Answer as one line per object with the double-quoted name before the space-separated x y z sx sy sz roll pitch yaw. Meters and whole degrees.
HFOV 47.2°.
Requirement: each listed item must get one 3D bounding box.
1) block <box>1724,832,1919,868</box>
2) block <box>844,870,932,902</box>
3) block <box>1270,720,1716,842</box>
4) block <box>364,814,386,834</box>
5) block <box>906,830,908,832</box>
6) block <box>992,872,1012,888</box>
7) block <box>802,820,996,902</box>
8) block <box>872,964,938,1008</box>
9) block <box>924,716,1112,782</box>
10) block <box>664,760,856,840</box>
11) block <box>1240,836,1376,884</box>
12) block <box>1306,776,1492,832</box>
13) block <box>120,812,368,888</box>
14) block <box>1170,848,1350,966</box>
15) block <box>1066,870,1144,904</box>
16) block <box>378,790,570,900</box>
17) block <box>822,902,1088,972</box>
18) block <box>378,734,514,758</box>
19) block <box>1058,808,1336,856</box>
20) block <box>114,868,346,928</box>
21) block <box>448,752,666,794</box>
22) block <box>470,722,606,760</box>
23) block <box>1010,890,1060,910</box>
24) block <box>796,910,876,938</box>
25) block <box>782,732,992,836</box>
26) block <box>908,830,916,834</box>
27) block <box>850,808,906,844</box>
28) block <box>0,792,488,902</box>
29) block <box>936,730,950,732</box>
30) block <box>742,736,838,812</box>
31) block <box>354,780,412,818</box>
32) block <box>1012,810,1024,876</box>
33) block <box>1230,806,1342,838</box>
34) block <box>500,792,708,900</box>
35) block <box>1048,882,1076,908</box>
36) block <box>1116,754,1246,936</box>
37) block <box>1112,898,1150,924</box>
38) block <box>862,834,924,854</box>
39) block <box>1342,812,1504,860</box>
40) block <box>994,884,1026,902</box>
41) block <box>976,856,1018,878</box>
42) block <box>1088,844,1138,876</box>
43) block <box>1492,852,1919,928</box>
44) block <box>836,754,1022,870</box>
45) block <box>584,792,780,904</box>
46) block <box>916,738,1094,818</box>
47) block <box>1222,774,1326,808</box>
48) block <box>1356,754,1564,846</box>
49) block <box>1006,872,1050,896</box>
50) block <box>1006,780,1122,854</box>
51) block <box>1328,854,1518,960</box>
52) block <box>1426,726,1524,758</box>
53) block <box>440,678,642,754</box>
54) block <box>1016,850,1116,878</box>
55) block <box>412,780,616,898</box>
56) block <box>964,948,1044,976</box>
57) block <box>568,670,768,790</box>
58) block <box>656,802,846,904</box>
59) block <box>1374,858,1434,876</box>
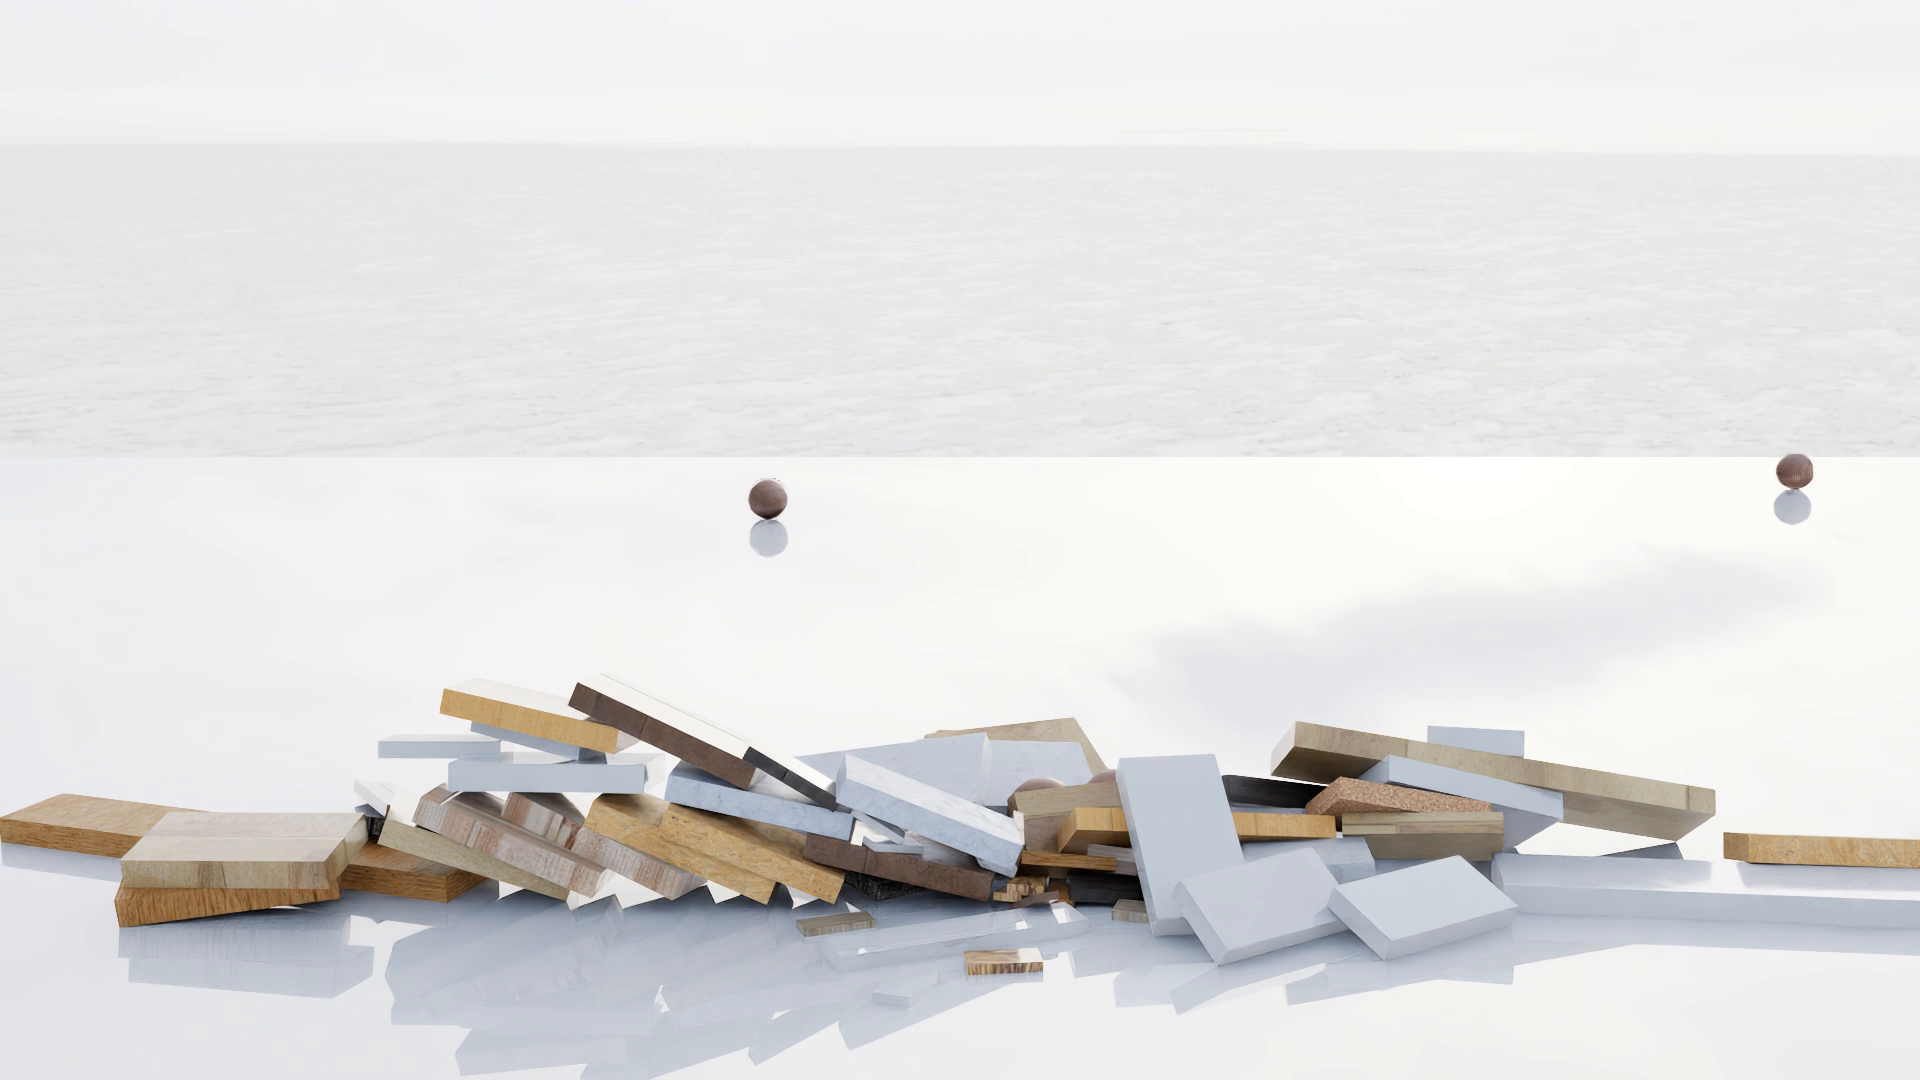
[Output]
"block" 1.488 0.528 3.745 0.327 0.046 0.163 1 -6 5
"block" -0.151 0.557 3.755 0.116 0.033 0.232 -7 13 -32
"block" 0.928 0.425 3.851 0.746 0.046 0.163 10 -25 -3
"block" -0.962 0.504 3.865 0.205 0.029 0.103 11 -8 -38
"block" -0.074 0.522 3.955 0.102 0.029 0.411 -5 11 -23
"block" 0.069 0.573 3.726 0.095 0.013 0.047 -4 11 -20
"block" -0.095 0.523 3.638 0.309 0.044 0.154 12 7 4
"block" -0.081 0.659 3.251 0.058 0.016 0.115 4 11 20
"block" 0.105 0.421 4.134 0.327 0.046 0.163 -4 41 -29
"block" -0.325 0.427 3.656 0.309 0.044 0.154 12 7 1
"block" 0.546 0.537 3.649 0.265 0.037 0.132 -3 10 3
"block" 0.748 0.469 3.759 0.278 0.039 0.139 11 -29 -13
"block" -1.164 0.505 3.587 0.344 0.049 0.172 -1 19 7
"block" 0.481 0.573 3.455 0.278 0.039 0.139 -7 48 -34
"block" 0.258 0.577 3.636 0.158 0.022 0.079 5 11 -2
"block" -0.802 0.509 3.675 0.320 0.045 0.160 19 7 -12
"block" -0.005 0.620 3.443 0.417 0.024 0.086 -4 11 -23
"block" -0.868 0.349 3.717 0.205 0.029 0.103 0 1 0
"block" 0.401 0.501 3.735 0.450 0.039 0.138 3 -26 -10
"block" -1.191 0.550 3.611 0.344 0.049 0.172 -6 19 -9
"block" -0.671 0.388 3.679 0.327 0.046 0.163 0 1 4
"block" -0.711 0.328 3.717 0.205 0.029 0.103 13 5 17
"block" 0.120 0.584 3.545 0.047 0.013 0.095 -5 -17 -23
"block" -0.198 0.613 3.511 0.119 0.013 0.045 -4 11 -21
"block" -0.159 0.443 3.901 0.422 0.049 0.172 -9 37 15
"block" -0.005 0.506 3.752 0.159 0.023 0.080 5 13 8
"block" -0.133 0.462 3.588 0.094 0.013 0.047 32 7 -1
"block" -1.254 0.533 3.850 0.927 0.045 0.160 4 11 20
"block" -0.019 0.428 4.464 0.102 0.029 0.204 2 11 13
"block" -0.271 0.382 3.597 0.173 0.024 0.086 31 6 -2
"block" -1.037 0.473 4.011 0.080 0.023 0.412 8 -3 -23
"block" 0.092 0.509 3.700 0.017 0.059 0.119 14 19 -4
"block" 0.546 0.498 3.860 0.275 0.039 0.138 2 -14 -9
"block" -0.584 0.496 3.669 0.327 0.046 0.163 24 7 12
"block" 0.168 0.589 3.639 0.047 0.013 0.095 2 11 10
"block" 0.367 0.493 3.587 0.165 0.047 0.329 -2 44 -9
"block" 0.308 0.603 3.556 0.115 0.016 0.058 3 11 15
"block" -0.109 0.497 3.589 0.091 0.013 0.045 8 8 -32
"block" 0.786 0.505 3.741 0.265 0.037 0.132 -2 -29 11
"block" 0.092 0.582 3.629 0.047 0.013 0.094 4 1 19
"block" 0.053 0.521 3.636 0.059 0.017 0.119 21 7 -15
"block" 0.298 0.544 3.708 0.158 0.022 0.079 6 -24 13
"block" 1.364 0.578 3.605 0.946 0.046 0.163 1 11 7
"block" -0.053 0.446 3.617 0.308 0.044 0.154 22 7 -7
"block" -0.449 0.501 3.661 0.327 0.046 0.163 23 7 3
"block" 0.085 0.441 4.015 0.327 0.046 0.163 3 40 -21
"block" 0.537 0.459 3.883 0.329 0.047 0.165 11 -17 -37
"block" 0.858 0.454 3.817 0.327 0.046 0.163 13 -28 -12
"block" 0.113 0.568 3.632 0.059 0.017 0.119 3 1 6
"block" 0.229 0.494 3.813 0.275 0.138 0.039 -4 -23 -21
"block" 0.734 0.580 3.486 0.278 0.039 0.139 -7 33 -33
"block" 0.920 0.419 3.952 0.165 0.047 0.329 2 -26 12
"block" -0.700 0.294 3.703 0.308 0.044 0.154 12 5 8
"block" 0.177 0.547 3.688 0.158 0.022 0.079 5 -23 -4
"block" -0.728 0.490 3.637 0.320 0.045 0.160 23 7 2
"block" 0.066 0.641 3.347 0.115 0.016 0.058 -1 11 -7
"block" -0.476 0.314 3.662 0.328 0.044 0.154 24 7 6
"block" -0.338 0.502 3.630 0.309 0.044 0.154 22 7 -2
"block" 0.693 0.571 3.667 0.265 0.037 0.132 0 11 1
